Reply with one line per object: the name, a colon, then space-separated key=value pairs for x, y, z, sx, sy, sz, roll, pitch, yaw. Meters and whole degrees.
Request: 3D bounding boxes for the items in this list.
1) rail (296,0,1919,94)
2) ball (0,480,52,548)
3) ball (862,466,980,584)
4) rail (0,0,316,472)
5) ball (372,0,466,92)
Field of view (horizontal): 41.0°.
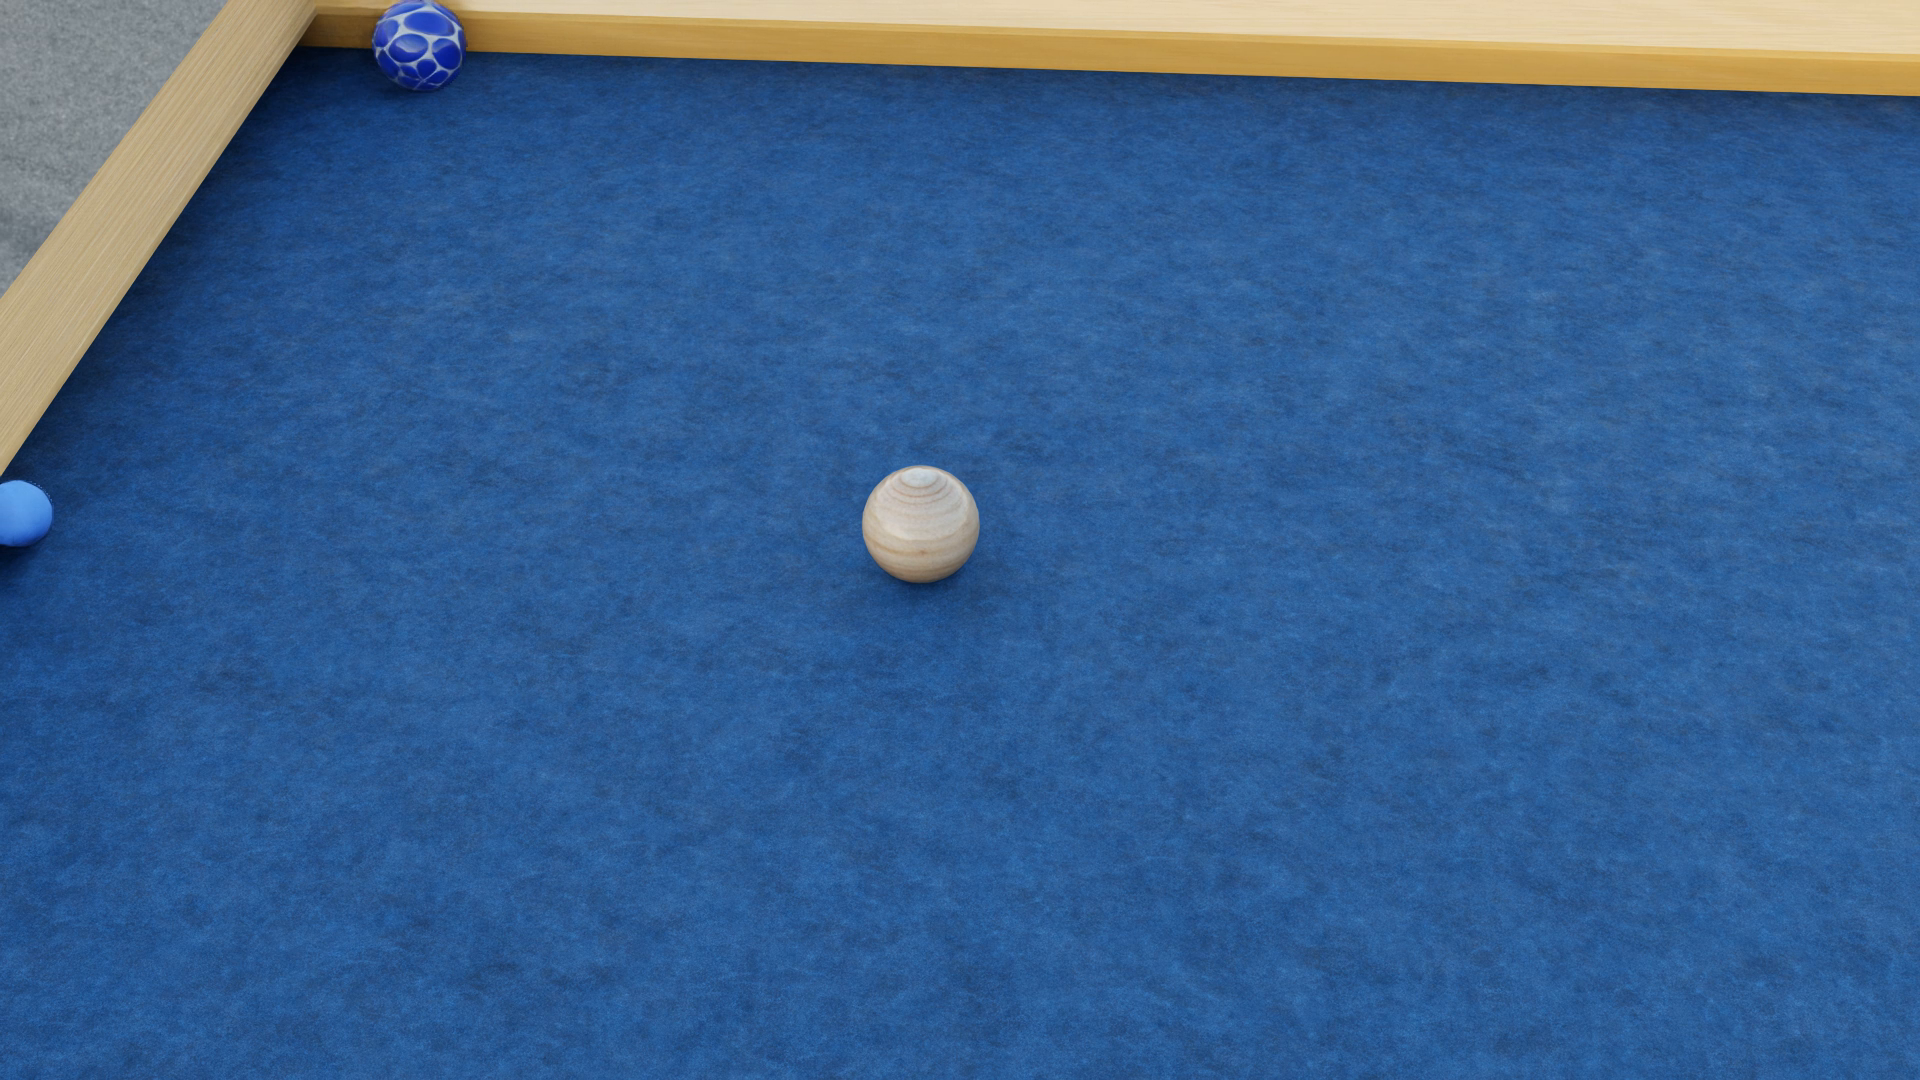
rail: x=0.817 y=-0.484 z=2.508 sx=3.022 sy=0.117 sz=0.045 roll=2 pitch=35 yaw=3
ball: x=-0.701 y=-0.019 z=1.906 sx=0.050 sy=0.050 sz=0.050 roll=0 pitch=35 yaw=0
ball: x=-0.028 y=-0.011 z=1.863 sx=0.086 sy=0.086 sz=0.086 roll=0 pitch=35 yaw=0
rail: x=-0.730 y=-0.052 z=1.892 sx=0.045 sy=0.117 sz=1.775 roll=2 pitch=35 yaw=3
ball: x=-0.536 y=-0.491 z=2.543 sx=0.090 sy=0.090 sz=0.090 roll=0 pitch=35 yaw=0
